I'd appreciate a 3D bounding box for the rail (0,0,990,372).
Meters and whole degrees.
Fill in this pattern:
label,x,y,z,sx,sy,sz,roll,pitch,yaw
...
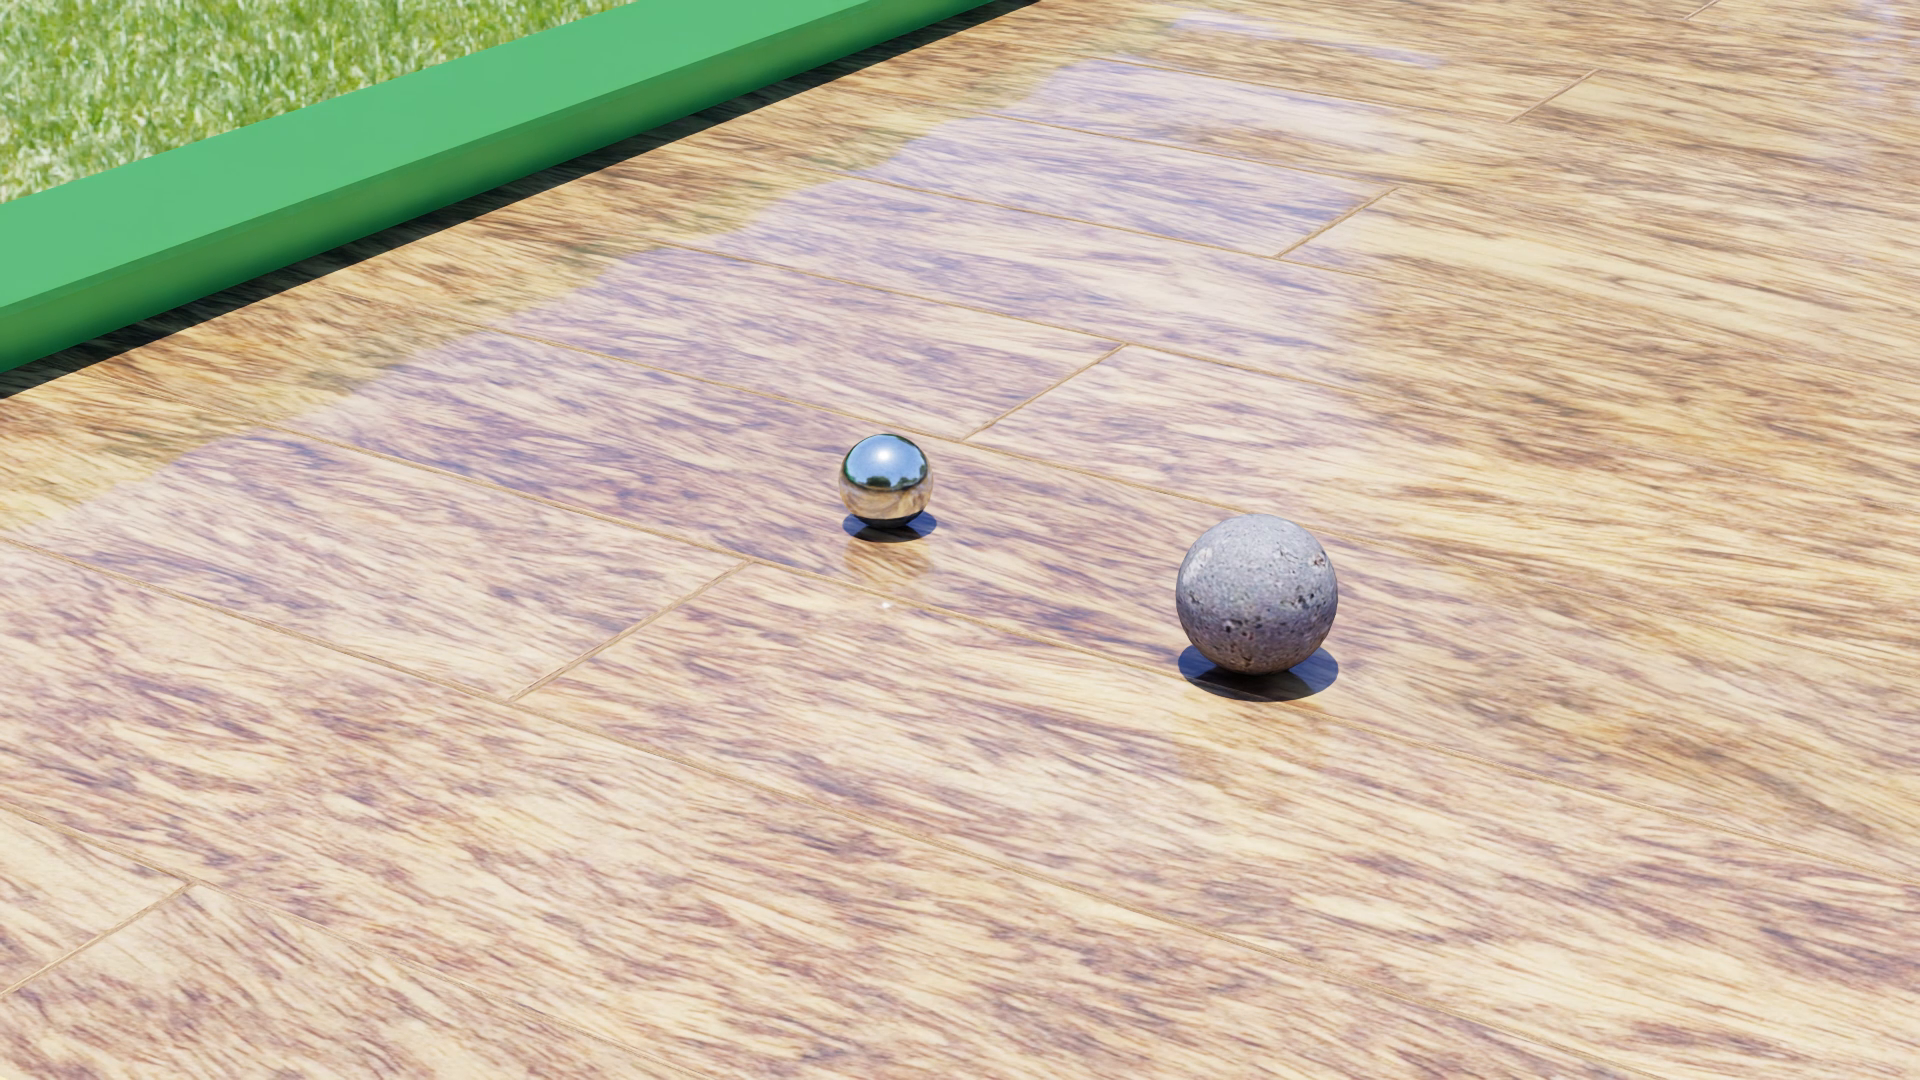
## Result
label,x,y,z,sx,sy,sz,roll,pitch,yaw
rail,-0.246,-0.486,2.922,0.045,0.129,3.304,15,28,30

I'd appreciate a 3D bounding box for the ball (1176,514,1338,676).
label,x,y,z,sx,sy,sz,roll,pitch,yaw
ball,0.181,0.033,1.794,0.099,0.099,0.099,0,24,0

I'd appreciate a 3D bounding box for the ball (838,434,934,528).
label,x,y,z,sx,sy,sz,roll,pitch,yaw
ball,-0.050,-0.040,2.001,0.065,0.065,0.065,0,24,0
